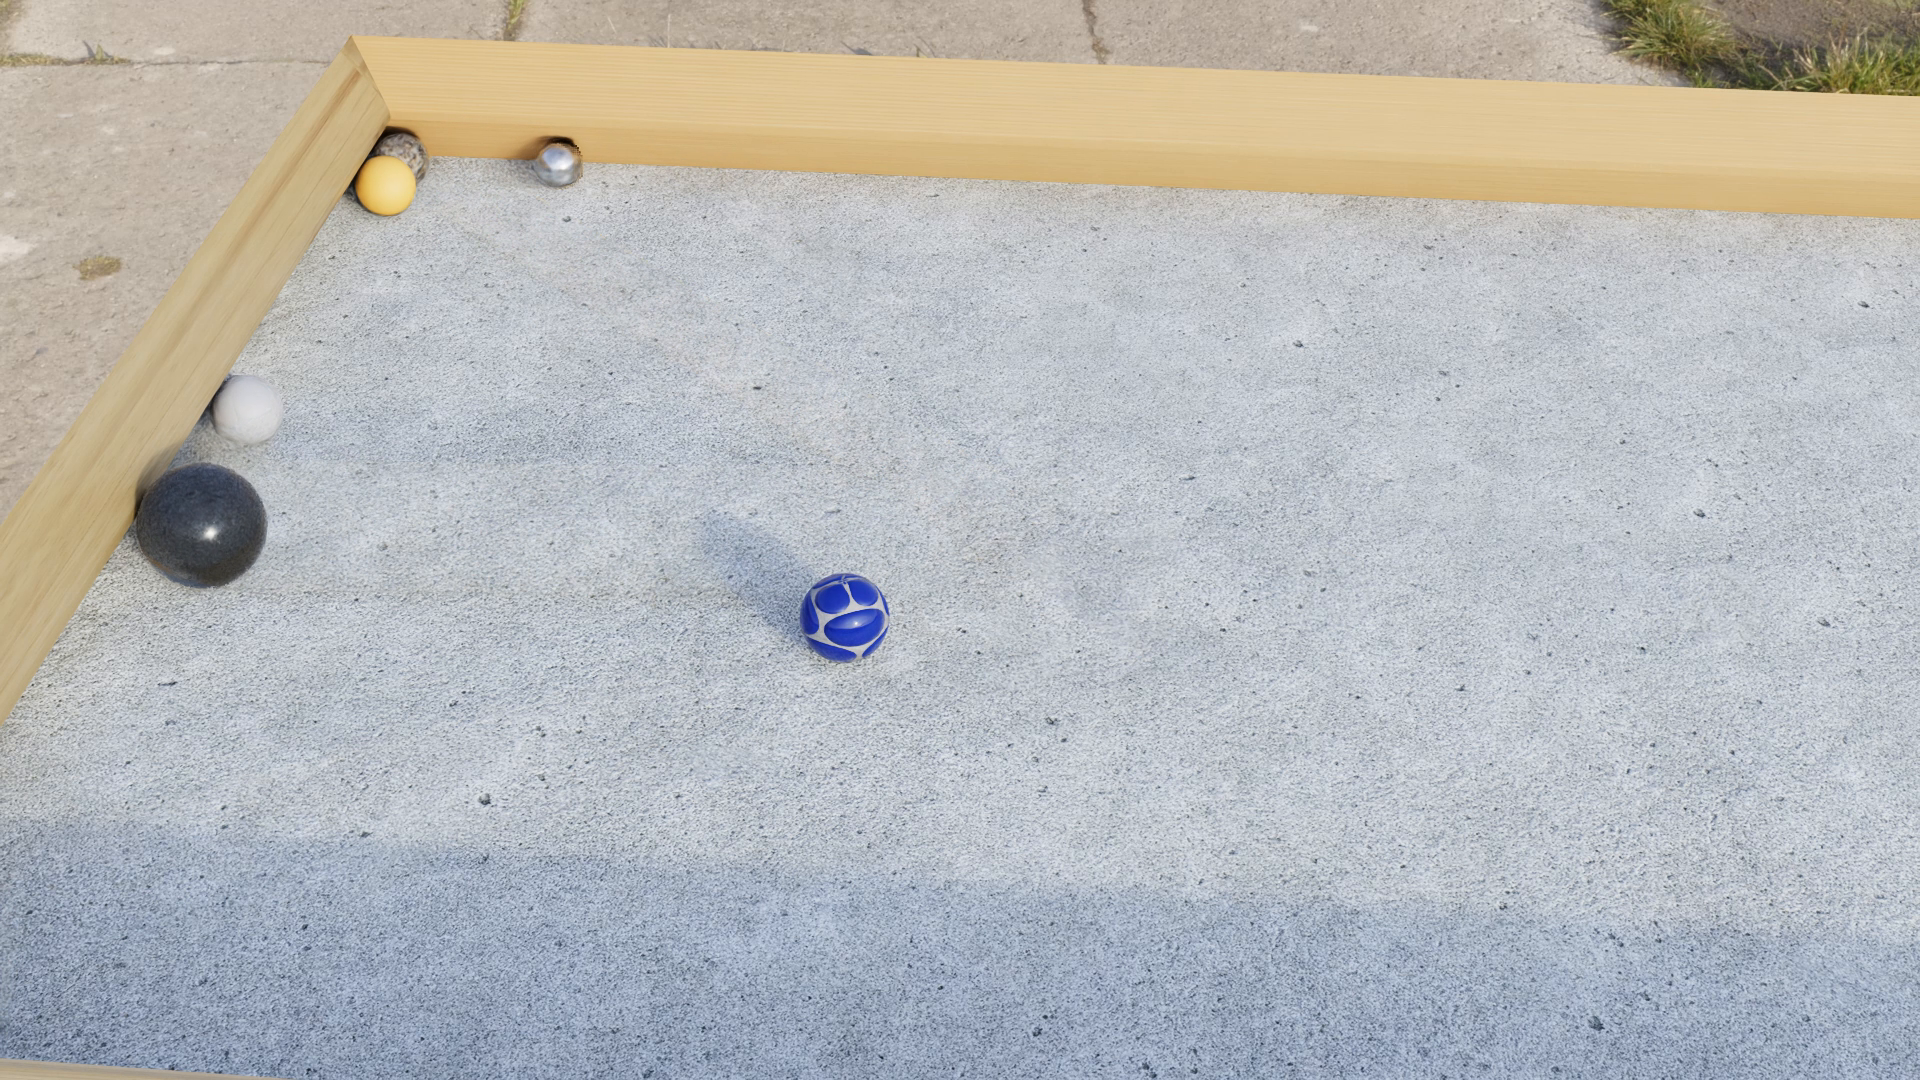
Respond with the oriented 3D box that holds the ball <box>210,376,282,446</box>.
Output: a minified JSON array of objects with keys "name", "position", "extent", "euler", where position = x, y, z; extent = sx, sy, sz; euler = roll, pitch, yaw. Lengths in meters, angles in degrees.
[{"name":"ball","position":[-0.594,-0.107,2.133],"extent":[0.057,0.057,0.057],"euler":[0,35,0]}]

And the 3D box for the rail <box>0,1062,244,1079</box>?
[{"name":"rail","position":[0.604,0.383,1.361],"extent":[2.674,0.125,0.045],"euler":[3,35,4]}]

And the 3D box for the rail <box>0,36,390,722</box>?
[{"name":"rail","position":[-0.642,-0.059,2.002],"extent":[0.045,0.125,1.364],"euler":[3,35,4]}]

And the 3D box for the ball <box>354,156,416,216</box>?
[{"name":"ball","position":[-0.554,-0.342,2.474],"extent":[0.057,0.057,0.057],"euler":[0,35,0]}]

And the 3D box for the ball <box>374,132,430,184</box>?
[{"name":"ball","position":[-0.549,-0.373,2.521],"extent":[0.054,0.054,0.054],"euler":[0,35,0]}]

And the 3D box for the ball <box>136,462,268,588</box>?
[{"name":"ball","position":[-0.578,-0.011,1.959],"extent":[0.096,0.096,0.096],"euler":[0,35,0]}]

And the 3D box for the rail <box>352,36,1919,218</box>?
[{"name":"rail","position":[0.728,-0.361,2.440],"extent":[2.674,0.125,0.045],"euler":[3,35,4]}]

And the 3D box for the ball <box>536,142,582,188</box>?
[{"name":"ball","position":[-0.394,-0.369,2.524],"extent":[0.045,0.045,0.045],"euler":[0,35,0]}]

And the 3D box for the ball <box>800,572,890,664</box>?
[{"name":"ball","position":[-0.085,0.057,1.886],"extent":[0.067,0.067,0.067],"euler":[0,35,0]}]
